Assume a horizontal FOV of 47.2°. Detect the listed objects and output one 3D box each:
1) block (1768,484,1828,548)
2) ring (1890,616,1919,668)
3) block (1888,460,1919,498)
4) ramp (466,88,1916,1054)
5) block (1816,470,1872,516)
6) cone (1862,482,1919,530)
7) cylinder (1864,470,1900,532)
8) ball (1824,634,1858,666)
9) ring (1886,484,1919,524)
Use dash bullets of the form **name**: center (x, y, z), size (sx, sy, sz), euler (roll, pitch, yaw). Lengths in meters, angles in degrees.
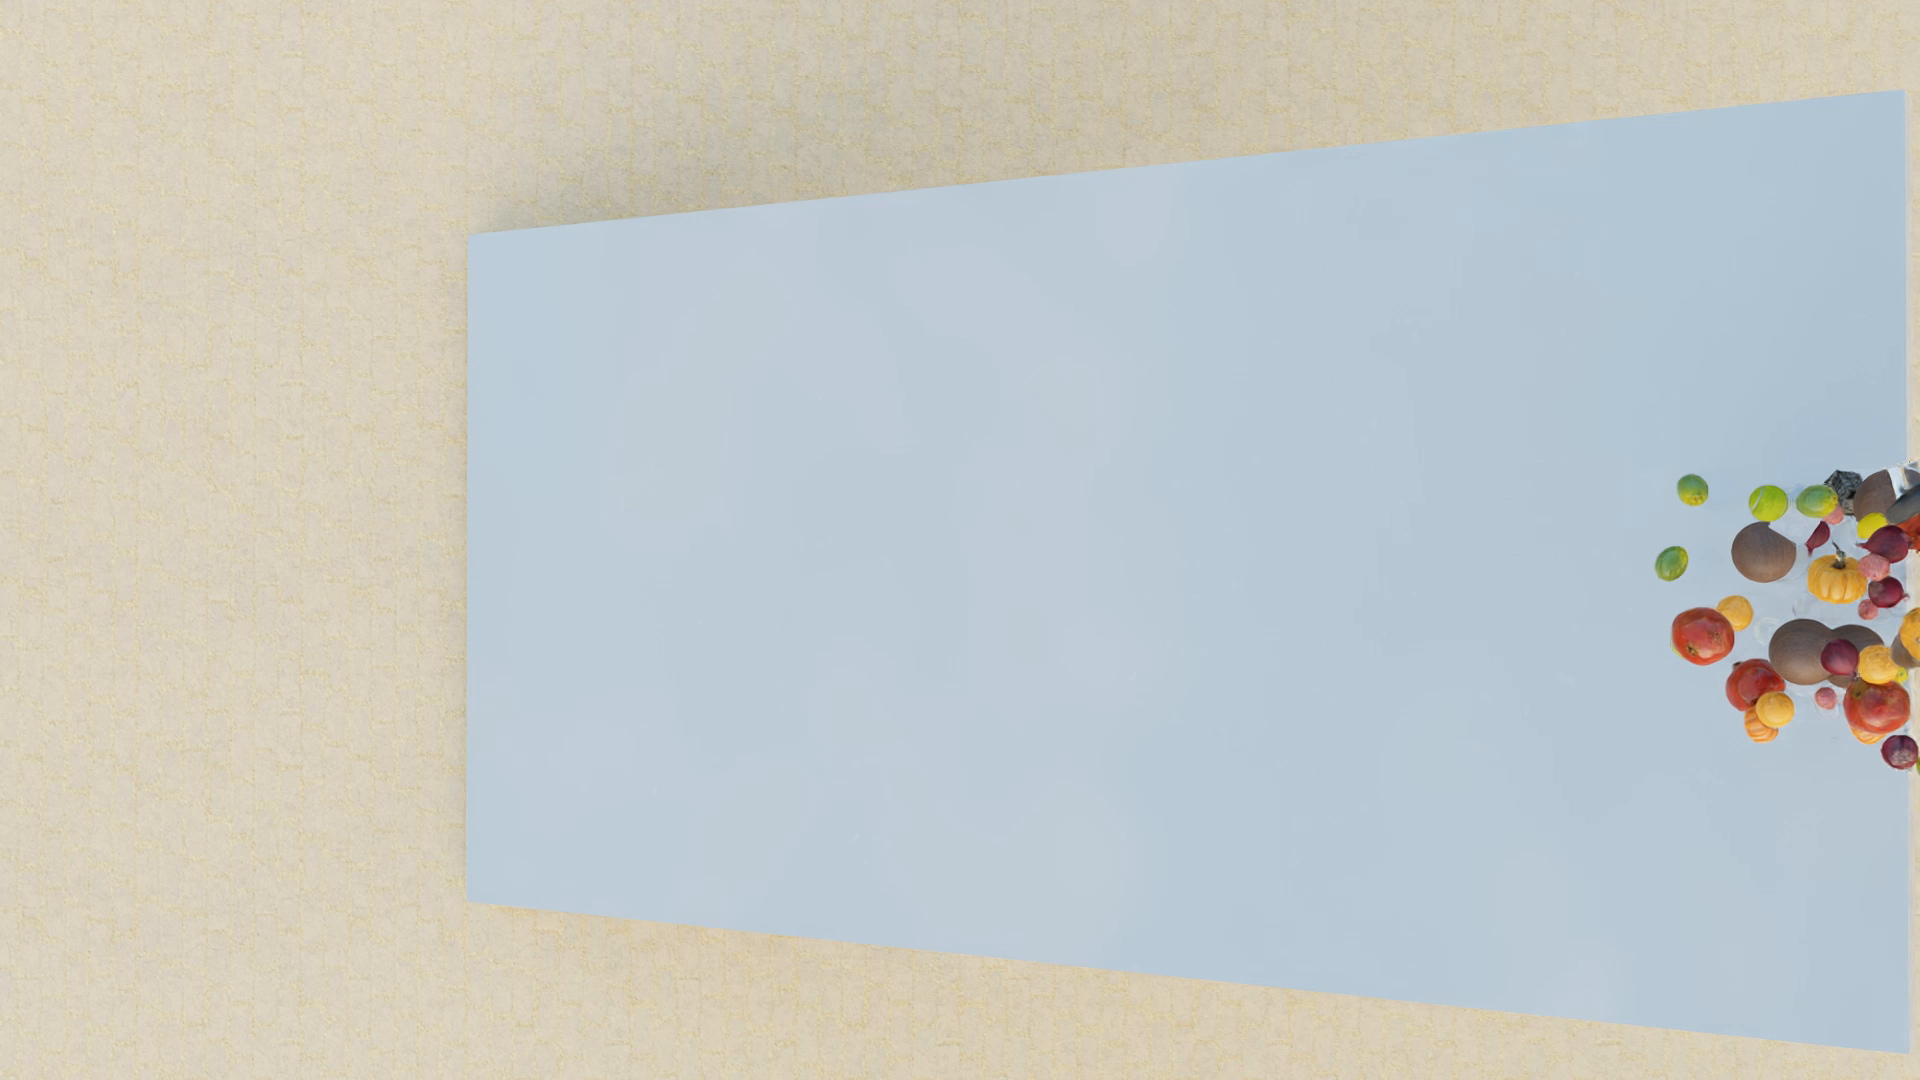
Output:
- **block**: center (1.672, -0.049, 4.374), size (0.077, 0.077, 0.077), euler (35, 130, 17)
- **ring**: center (1.632, 0.163, 3.710), size (0.137, 0.137, 0.046), euler (-44, 89, 0)
- **block**: center (1.570, -0.102, 3.617), size (0.052, 0.052, 0.052), euler (-16, 87, -3)
- **ramp**: center (0.267, 0.074, 5.618), size (4.000, 0.100, 2.000), euler (0, 89, 31)
- **block**: center (1.688, -0.089, 4.198), size (0.060, 0.060, 0.060), euler (5, 50, -25)
- **cone**: center (1.786, -0.045, 4.174), size (0.096, 0.096, 0.096), euler (34, 90, 3)
- **cylinder**: center (1.867, -0.079, 4.412), size (0.088, 0.088, 0.088), euler (-7, 52, 9)
- **ball**: center (1.819, 0.228, 4.539), size (0.064, 0.064, 0.064), euler (0, 89, 0)
- **ring**: center (1.397, -0.056, 3.224), size (0.087, 0.087, 0.029), euler (-38, 81, 0)
